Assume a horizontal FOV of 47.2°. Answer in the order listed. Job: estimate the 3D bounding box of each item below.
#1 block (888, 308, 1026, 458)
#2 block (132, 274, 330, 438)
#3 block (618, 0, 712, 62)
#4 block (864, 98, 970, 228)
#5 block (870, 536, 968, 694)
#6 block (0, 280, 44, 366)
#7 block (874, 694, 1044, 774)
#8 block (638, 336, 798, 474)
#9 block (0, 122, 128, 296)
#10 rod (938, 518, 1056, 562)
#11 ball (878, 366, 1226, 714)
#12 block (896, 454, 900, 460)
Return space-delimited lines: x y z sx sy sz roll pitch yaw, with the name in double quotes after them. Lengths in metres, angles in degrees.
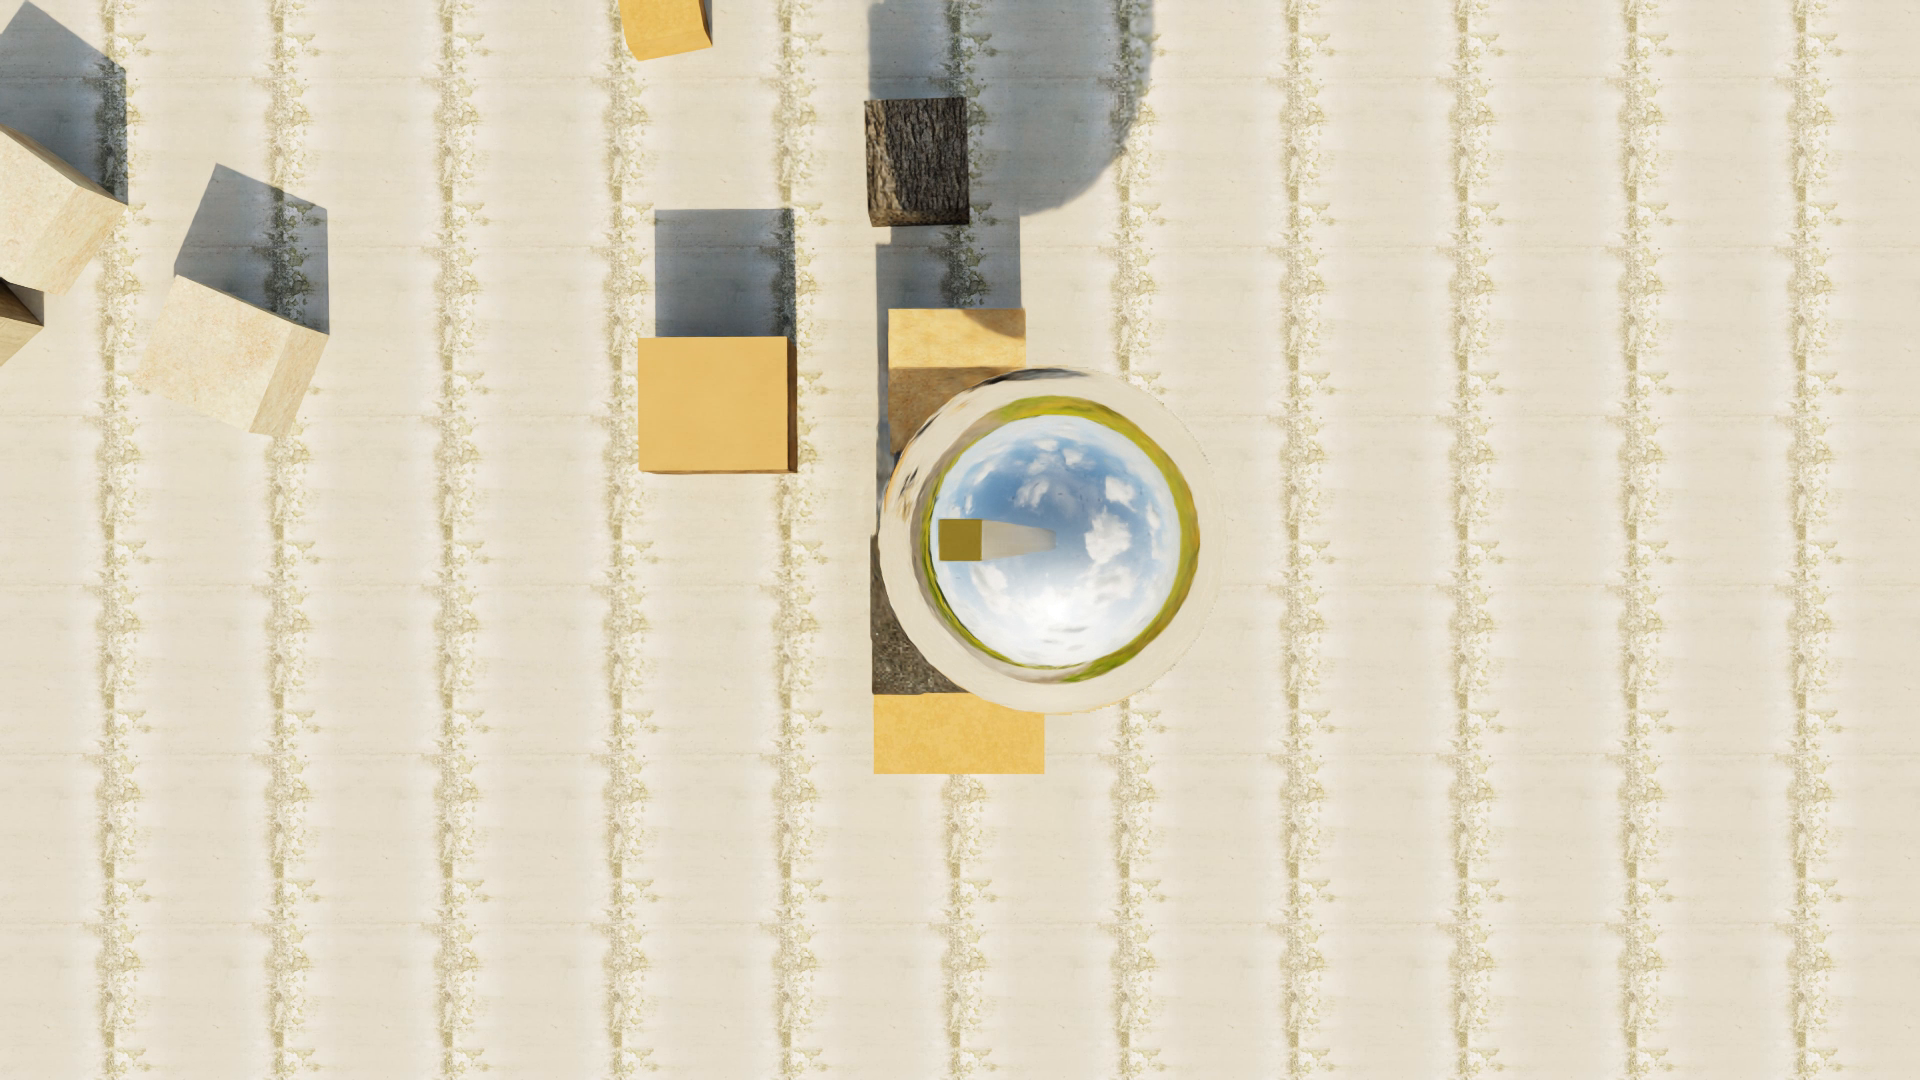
-0.014 -0.890 12.628 0.764 0.744 0.796 0 90 0 "block"
-4.181 -1.043 12.651 0.710 0.699 0.658 23 90 0 "block"
-1.726 -3.097 12.771 0.450 0.457 0.462 -11 90 0 "block"
-0.242 -2.167 12.673 0.574 0.654 0.621 -2 90 0 "block"
-0.033 0.381 11.738 0.858 0.711 0.827 -1 90 0 "block"
-5.884 -1.286 12.655 0.662 0.691 0.676 -42 90 0 "block"
-0.005 0.779 12.547 0.940 0.906 1.017 0 90 0 "block"
-1.375 -0.758 12.612 0.830 0.777 0.738 0 90 0 "block"
-5.401 -1.916 12.623 0.727 0.754 0.658 35 90 0 "block"
0.182 0.000 6.729 0.080 5.200 0.080 0 90 4 "rod"
0.421 0.000 10.121 1.600 1.600 1.600 0 90 0 "ball"
-0.009 -0.111 12.649 0.709 0.703 0.742 0 90 0 "block"
